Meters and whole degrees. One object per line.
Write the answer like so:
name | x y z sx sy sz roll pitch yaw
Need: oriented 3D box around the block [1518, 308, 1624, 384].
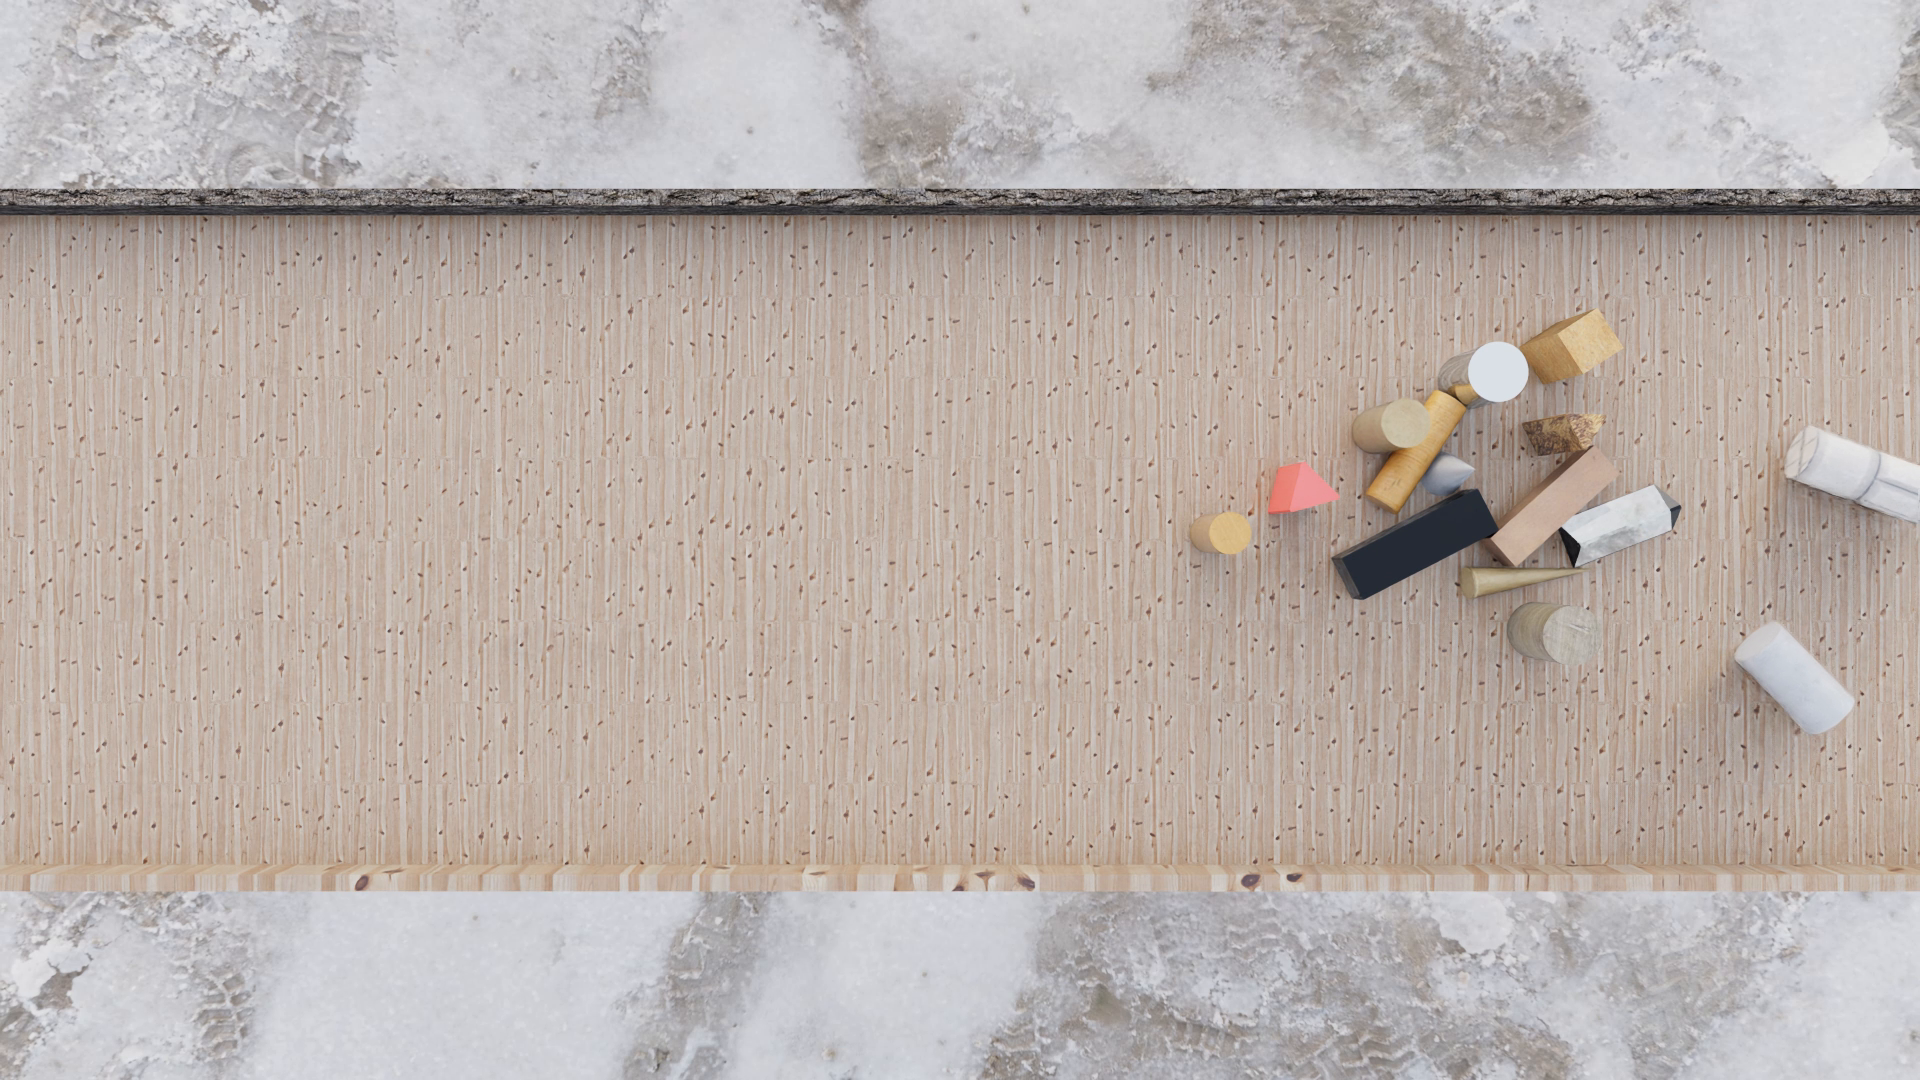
block | 1.815 -0.573 4.912 0.138 0.329 0.138 -33 90 0

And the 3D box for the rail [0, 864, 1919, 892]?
rail | -2.247 1.025 5.001 12.000 0.150 0.050 0 90 0

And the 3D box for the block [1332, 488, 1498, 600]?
block | 1.378 0.013 5.006 0.458 0.141 0.141 -27 90 0

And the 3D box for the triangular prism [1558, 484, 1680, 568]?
triangular prism | 2.011 -0.043 5.008 0.323 0.131 0.151 -21 90 0

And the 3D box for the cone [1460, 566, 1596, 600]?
cone | 1.755 0.110 5.051 0.424 0.101 0.101 -6 90 -7

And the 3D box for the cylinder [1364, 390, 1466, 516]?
cylinder | 1.386 -0.266 5.019 0.116 0.116 0.379 34 90 0

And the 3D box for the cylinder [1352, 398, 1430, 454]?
cylinder | 1.278 -0.335 4.901 0.143 0.350 0.143 0 90 0

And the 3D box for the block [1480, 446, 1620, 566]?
block | 1.791 -0.102 5.019 0.421 0.116 0.116 -42 90 0

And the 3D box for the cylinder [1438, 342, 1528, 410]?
cylinder | 1.557 -0.487 4.923 0.174 0.307 0.174 0 90 0

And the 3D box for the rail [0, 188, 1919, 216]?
rail | -2.247 -1.025 5.002 12.000 0.150 0.050 0 90 0

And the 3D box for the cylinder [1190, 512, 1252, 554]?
cylinder | 0.767 -0.019 4.879 0.120 0.396 0.120 0 90 0

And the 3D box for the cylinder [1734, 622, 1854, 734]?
cylinder | 2.523 0.419 4.993 0.166 0.166 0.312 -44 90 0

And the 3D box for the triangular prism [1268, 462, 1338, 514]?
triangular prism | 1.003 -0.163 4.908 0.147 0.337 0.127 -15 90 0

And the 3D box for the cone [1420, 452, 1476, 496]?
cone | 1.483 -0.203 4.910 0.137 0.333 0.137 0 90 0

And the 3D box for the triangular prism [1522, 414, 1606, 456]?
triangular prism | 1.772 -0.332 4.890 0.099 0.372 0.114 32 90 0

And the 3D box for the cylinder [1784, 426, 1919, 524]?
cylinder | 2.730 -0.197 4.993 0.394 0.167 0.167 20 90 0

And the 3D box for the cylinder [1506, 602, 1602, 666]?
cylinder | 1.769 0.277 4.920 0.173 0.314 0.173 0 90 0
